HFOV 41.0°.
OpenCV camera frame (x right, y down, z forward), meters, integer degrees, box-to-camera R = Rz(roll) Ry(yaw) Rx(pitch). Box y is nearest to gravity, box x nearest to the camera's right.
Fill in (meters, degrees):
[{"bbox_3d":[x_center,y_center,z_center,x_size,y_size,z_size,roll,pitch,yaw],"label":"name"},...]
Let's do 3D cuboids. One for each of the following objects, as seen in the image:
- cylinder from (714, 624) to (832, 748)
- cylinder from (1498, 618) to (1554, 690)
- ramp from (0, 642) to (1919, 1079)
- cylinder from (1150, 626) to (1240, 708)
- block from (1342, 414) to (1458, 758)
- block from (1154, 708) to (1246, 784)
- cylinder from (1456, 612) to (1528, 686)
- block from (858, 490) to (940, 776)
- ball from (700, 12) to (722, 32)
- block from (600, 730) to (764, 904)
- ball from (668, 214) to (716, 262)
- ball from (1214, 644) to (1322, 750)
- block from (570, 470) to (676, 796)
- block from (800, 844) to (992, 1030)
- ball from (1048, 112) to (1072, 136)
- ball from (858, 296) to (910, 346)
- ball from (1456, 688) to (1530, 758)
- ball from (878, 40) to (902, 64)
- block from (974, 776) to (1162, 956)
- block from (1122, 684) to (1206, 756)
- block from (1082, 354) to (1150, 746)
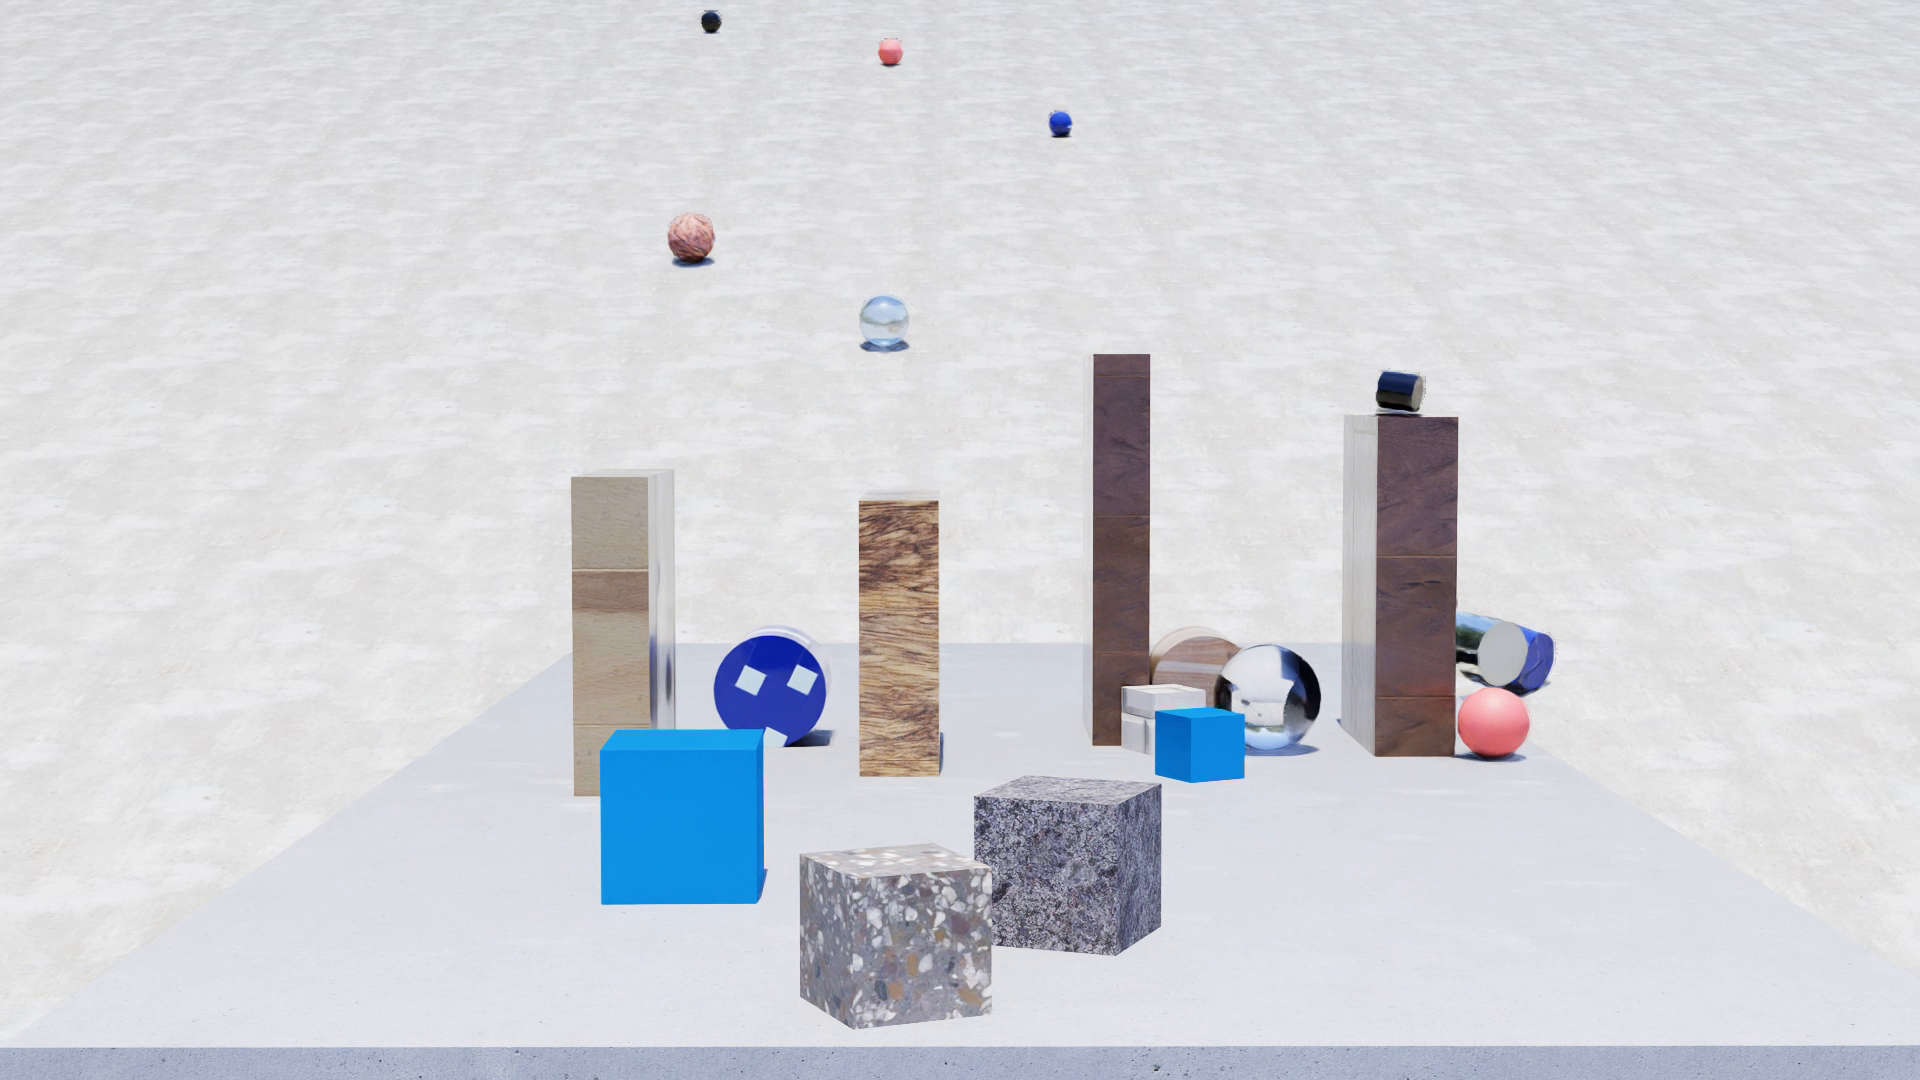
[{"bbox_3d":[-0.343,0.267,4.731,0.204,0.204,0.204,0,3,-1],"label":"cylinder"},{"bbox_3d":[1.401,0.289,6.512,0.149,0.149,0.149,-18,27,-40],"label":"cylinder"},{"bbox_3d":[0.048,0.430,4.533,2.000,0.100,4.000,0,3,0],"label":"ramp"},{"bbox_3d":[0.447,0.267,4.781,0.197,0.197,0.197,0,3,0],"label":"cylinder"},{"bbox_3d":[0.798,0.072,4.689,0.141,0.597,0.392,0,3,0],"label":"block"},{"bbox_3d":[0.400,0.341,4.283,0.107,0.107,0.107,-2,4,-29],"label":"block"},{"bbox_3d":[1.280,0.266,6.321,0.160,0.160,0.160,-12,13,-28],"label":"cylinder"},{"bbox_3d":[-0.102,0.151,4.495,0.133,0.461,0.449,0,3,0],"label":"block"},{"bbox_3d":[-1.552,-3.225,15.994,0.130,0.130,0.130,0,20,0],"label":"ball"},{"bbox_3d":[-0.356,0.355,3.321,0.195,0.195,0.195,0,3,-2],"label":"block"},{"bbox_3d":[-1.105,-1.241,10.565,0.195,0.195,0.195,0,20,0],"label":"ball"},{"bbox_3d":[0.549,0.281,4.588,0.191,0.191,0.191,0,20,0],"label":"ball"},{"bbox_3d":[-0.553,0.143,4.257,0.122,0.508,0.385,0,3,0],"label":"block"},{"bbox_3d":[-0.069,0.413,2.696,0.154,0.154,0.154,-2,4,-24],"label":"block"},{"bbox_3d":[0.508,-2.104,12.987,0.125,0.125,0.125,0,20,0],"label":"ball"},{"bbox_3d":[-0.278,-0.801,9.394,0.185,0.185,0.185,0,20,0],"label":"ball"},{"bbox_3d":[0.933,0.320,4.494,0.124,0.124,0.124,0,20,0],"label":"ball"},{"bbox_3d":[-0.403,-2.834,14.922,0.144,0.144,0.144,0,20,0],"label":"ball"},{"bbox_3d":[0.129,0.382,3.042,0.174,0.174,0.174,1,4,22],"label":"block"},{"bbox_3d":[0.364,0.321,4.598,0.110,0.110,0.110,-2,4,-25],"label":"block"},{"bbox_3d":[0.291,0.009,4.807,0.103,0.708,0.353,0,3,0],"label":"block"}]
